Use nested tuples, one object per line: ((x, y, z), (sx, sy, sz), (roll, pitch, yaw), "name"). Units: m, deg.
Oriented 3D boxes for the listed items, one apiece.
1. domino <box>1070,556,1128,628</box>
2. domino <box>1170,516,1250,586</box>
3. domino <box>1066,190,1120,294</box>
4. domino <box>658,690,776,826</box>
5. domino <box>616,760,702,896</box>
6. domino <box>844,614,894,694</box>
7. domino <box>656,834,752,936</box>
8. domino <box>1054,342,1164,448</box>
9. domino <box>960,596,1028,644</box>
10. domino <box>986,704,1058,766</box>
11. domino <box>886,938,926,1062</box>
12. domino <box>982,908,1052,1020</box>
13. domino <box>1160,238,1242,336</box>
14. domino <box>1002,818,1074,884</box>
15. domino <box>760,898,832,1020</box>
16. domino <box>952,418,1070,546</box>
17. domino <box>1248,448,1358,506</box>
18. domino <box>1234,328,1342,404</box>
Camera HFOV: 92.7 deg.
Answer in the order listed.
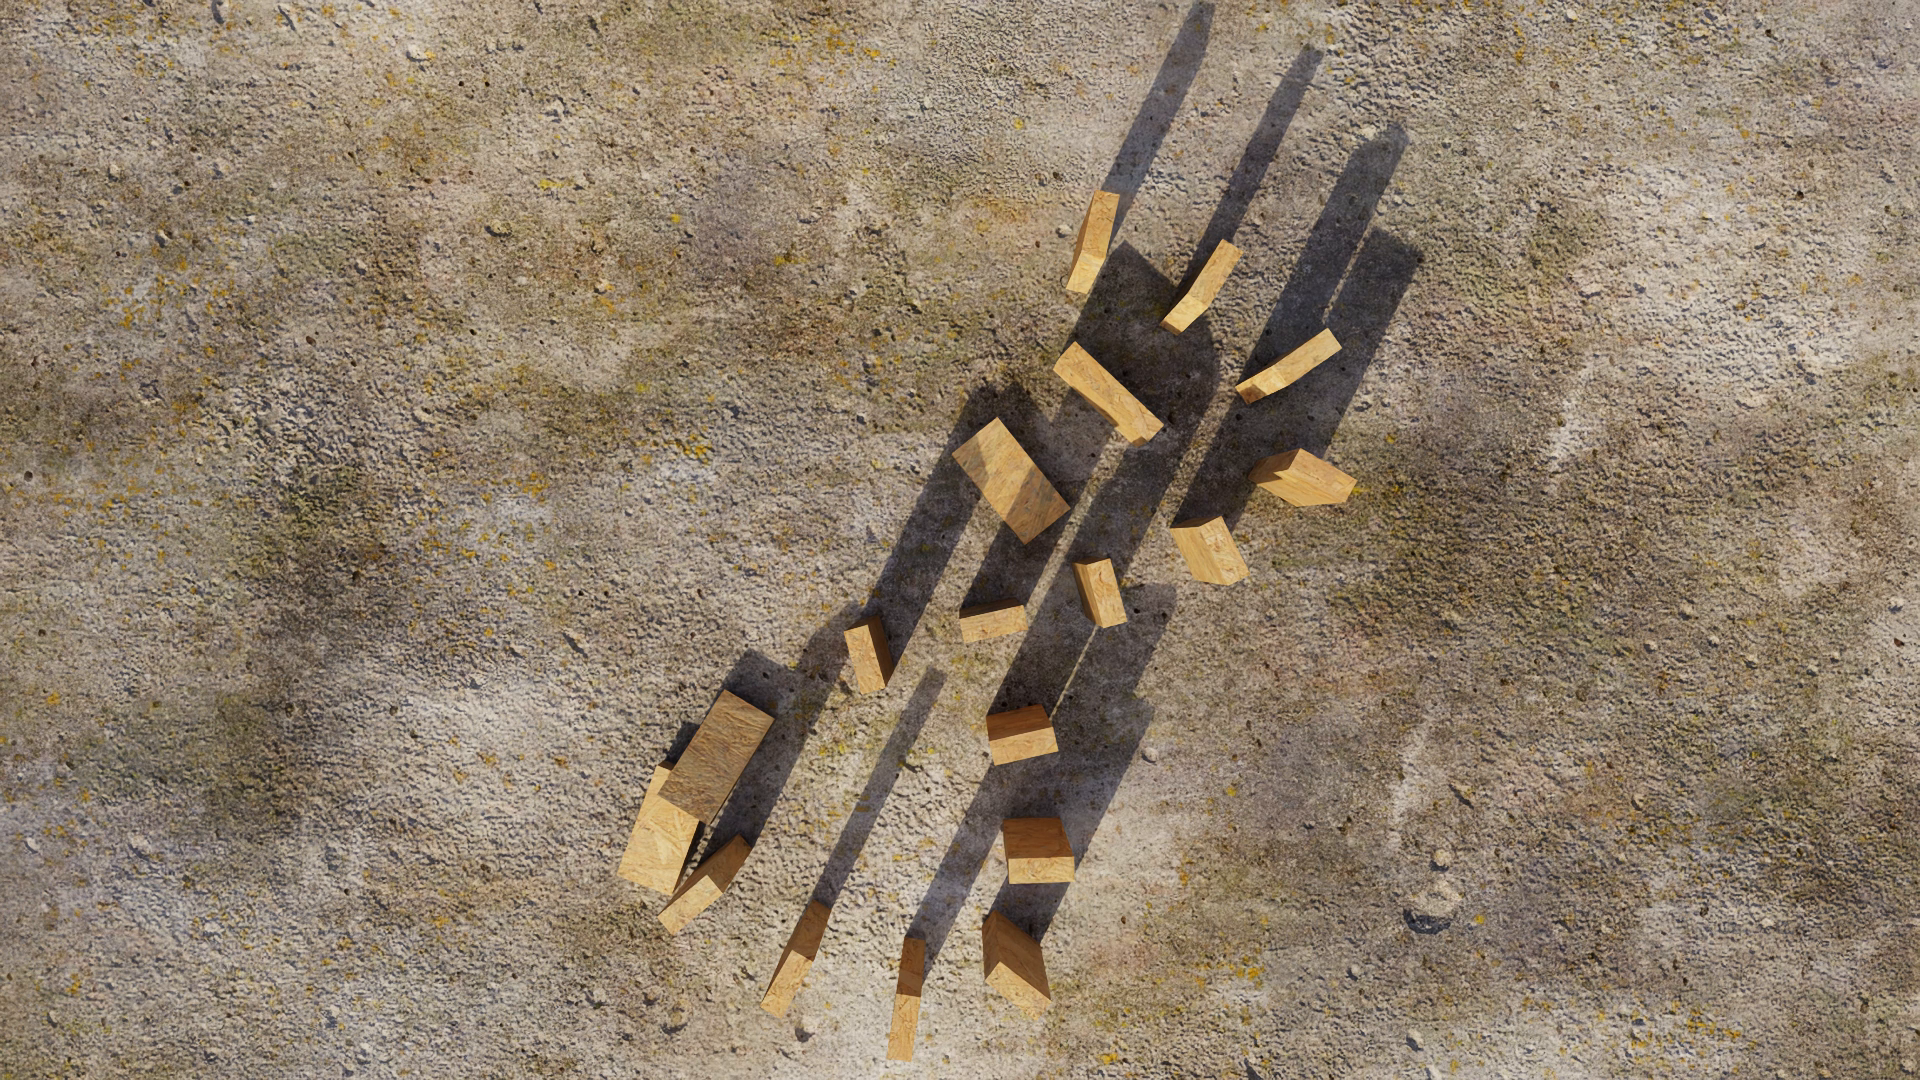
((0.056, 0.020, 0.375), (0.010, 0.050, 0.025), (-15, 90, 0), "domino")
((0.101, 0.004, 0.375), (0.009, 0.050, 0.025), (-26, 90, 0), "domino")
((0.054, -0.121, 0.375), (0.009, 0.050, 0.025), (13, 90, 0), "domino")
((-0.103, 0.092, 0.389), (0.025, 0.009, 0.050), (31, 75, 0), "domino")
((-0.126, 0.124, 0.395), (0.025, 0.010, 0.050), (20, 90, 0), "domino")
((-0.036, 0.046, 0.375), (0.009, 0.050, 0.025), (-16, 90, 0), "domino")
((-0.103, 0.140, 0.375), (0.025, 0.050, 0.010), (-40, 90, 0), "domino")
((0.062, -0.061, 0.388), (0.050, 0.025, 0.010), (43, 90, 0), "domino")
((0.013, 0.032, 0.375), (0.025, 0.050, 0.010), (-12, 90, 0), "domino")
((0.024, 0.079, 0.375), (0.025, 0.050, 0.009), (-13, 90, 0), "domino")
((-0.021, 0.186, 0.375), (0.010, 0.050, 0.025), (9, 90, 0), "domino")
((0.022, 0.172, 0.375), (0.025, 0.050, 0.010), (38, 90, 0), "domino")
((0.098, -0.102, 0.375), (0.010, 0.050, 0.025), (33, 90, 0), "domino")
((0.031, 0.126, 0.375), (0.025, 0.050, 0.009), (-2, 90, 0), "domino")
((-0.066, 0.170, 0.375), (0.009, 0.050, 0.025), (30, 90, 0), "domino")
((0.022, -0.025, 0.395), (0.025, 0.009, 0.050), (-39, 90, 0), "domino")
((0.139, -0.025, 0.375), (0.025, 0.050, 0.009), (30, 90, 0), "domino")
((0.133, -0.070, 0.375), (0.025, 0.050, 0.009), (-35, 90, 0), "domino")
